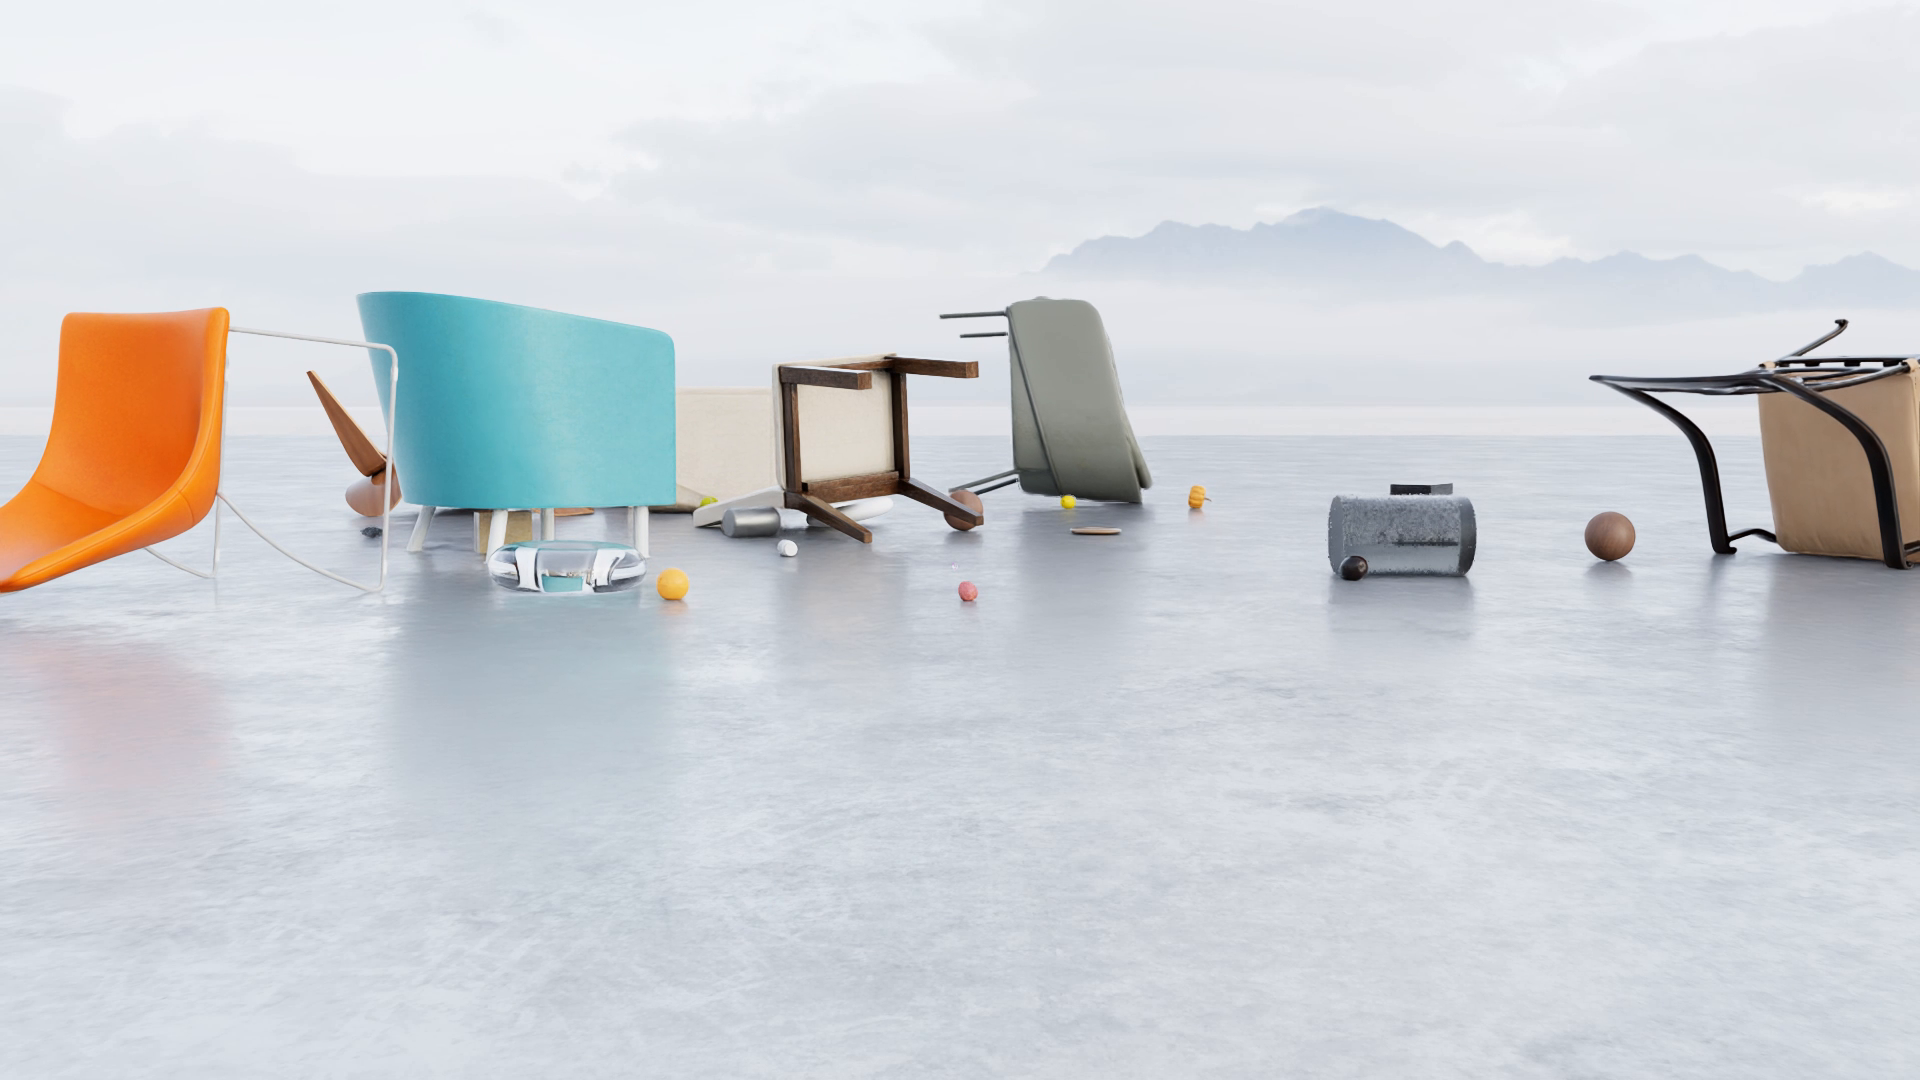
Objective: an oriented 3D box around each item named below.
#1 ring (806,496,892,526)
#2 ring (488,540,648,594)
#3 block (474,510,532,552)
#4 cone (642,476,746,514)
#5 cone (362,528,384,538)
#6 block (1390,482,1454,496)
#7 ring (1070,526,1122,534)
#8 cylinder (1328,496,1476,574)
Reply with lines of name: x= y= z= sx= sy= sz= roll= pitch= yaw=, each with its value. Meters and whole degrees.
ring: x=-0.367 y=-0.095 z=7.313 sx=0.272 sy=0.059 sz=0.347 roll=-7 pitch=6 yaw=30
ring: x=-0.885 y=0.060 z=4.960 sx=0.348 sy=0.099 sz=0.394 roll=-2 pitch=5 yaw=-32
block: x=-1.264 y=-0.023 z=6.086 sx=0.145 sy=0.109 sz=0.076 roll=-2 pitch=4 yaw=-22
cone: x=-0.940 y=-0.132 z=7.992 sx=0.351 sy=0.131 sz=0.315 roll=11 pitch=7 yaw=10
cone: x=-1.770 y=-0.014 z=6.627 sx=0.069 sy=0.038 sz=0.031 roll=1 pitch=35 yaw=-8
block: x=1.651 y=-0.147 z=7.868 sx=0.153 sy=0.111 sz=0.209 roll=3 pitch=5 yaw=34
ring: x=0.421 y=-0.029 z=6.825 sx=0.160 sy=0.020 sz=0.165 roll=-2 pitch=4 yaw=-29
cylinder: x=1.065 y=-0.012 z=5.325 sx=0.308 sy=0.191 sz=0.289 roll=0 pitch=-1 yaw=1
